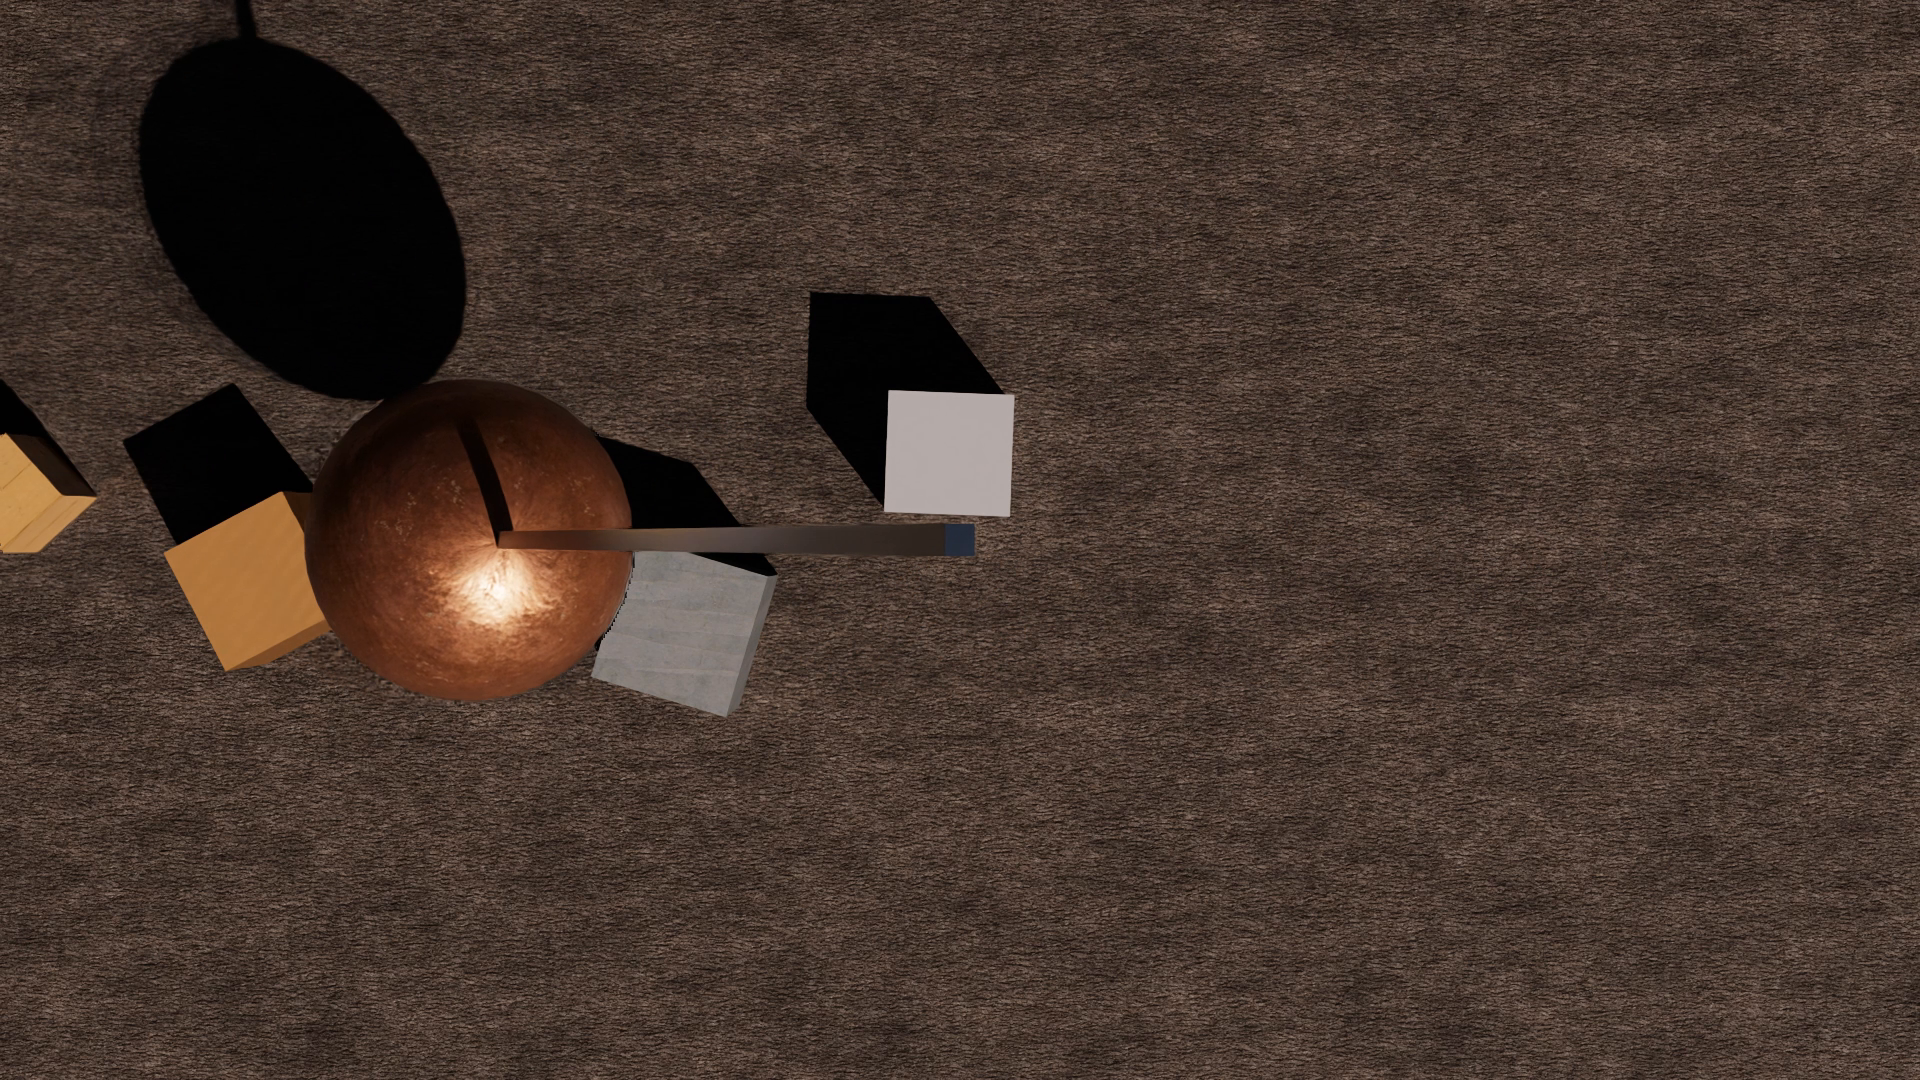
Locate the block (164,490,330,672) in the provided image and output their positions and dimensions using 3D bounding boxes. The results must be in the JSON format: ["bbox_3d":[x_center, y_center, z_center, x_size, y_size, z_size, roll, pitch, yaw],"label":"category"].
[{"bbox_3d":[-3.942,0.229,12.636,0.746,0.728,0.746,-28,90,0],"label":"block"}]

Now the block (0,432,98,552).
[{"bbox_3d":[-5.434,-0.267,12.736,0.486,0.528,0.478,-42,90,0],"label":"block"}]

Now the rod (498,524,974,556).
[{"bbox_3d":[-1.050,0.000,7.797,0.080,5.200,0.080,0,90,-24],"label":"rod"}]

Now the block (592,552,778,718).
[{"bbox_3d":[-1.567,0.484,12.637,0.787,0.726,0.820,17,90,0],"label":"block"}]

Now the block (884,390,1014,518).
[{"bbox_3d":[-0.060,-0.484,12.652,0.705,0.695,0.681,2,90,0],"label":"block"}]

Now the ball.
[{"bbox_3d":[-2.423,0.000,10.907,1.600,1.600,1.600,0,90,0],"label":"ball"}]
